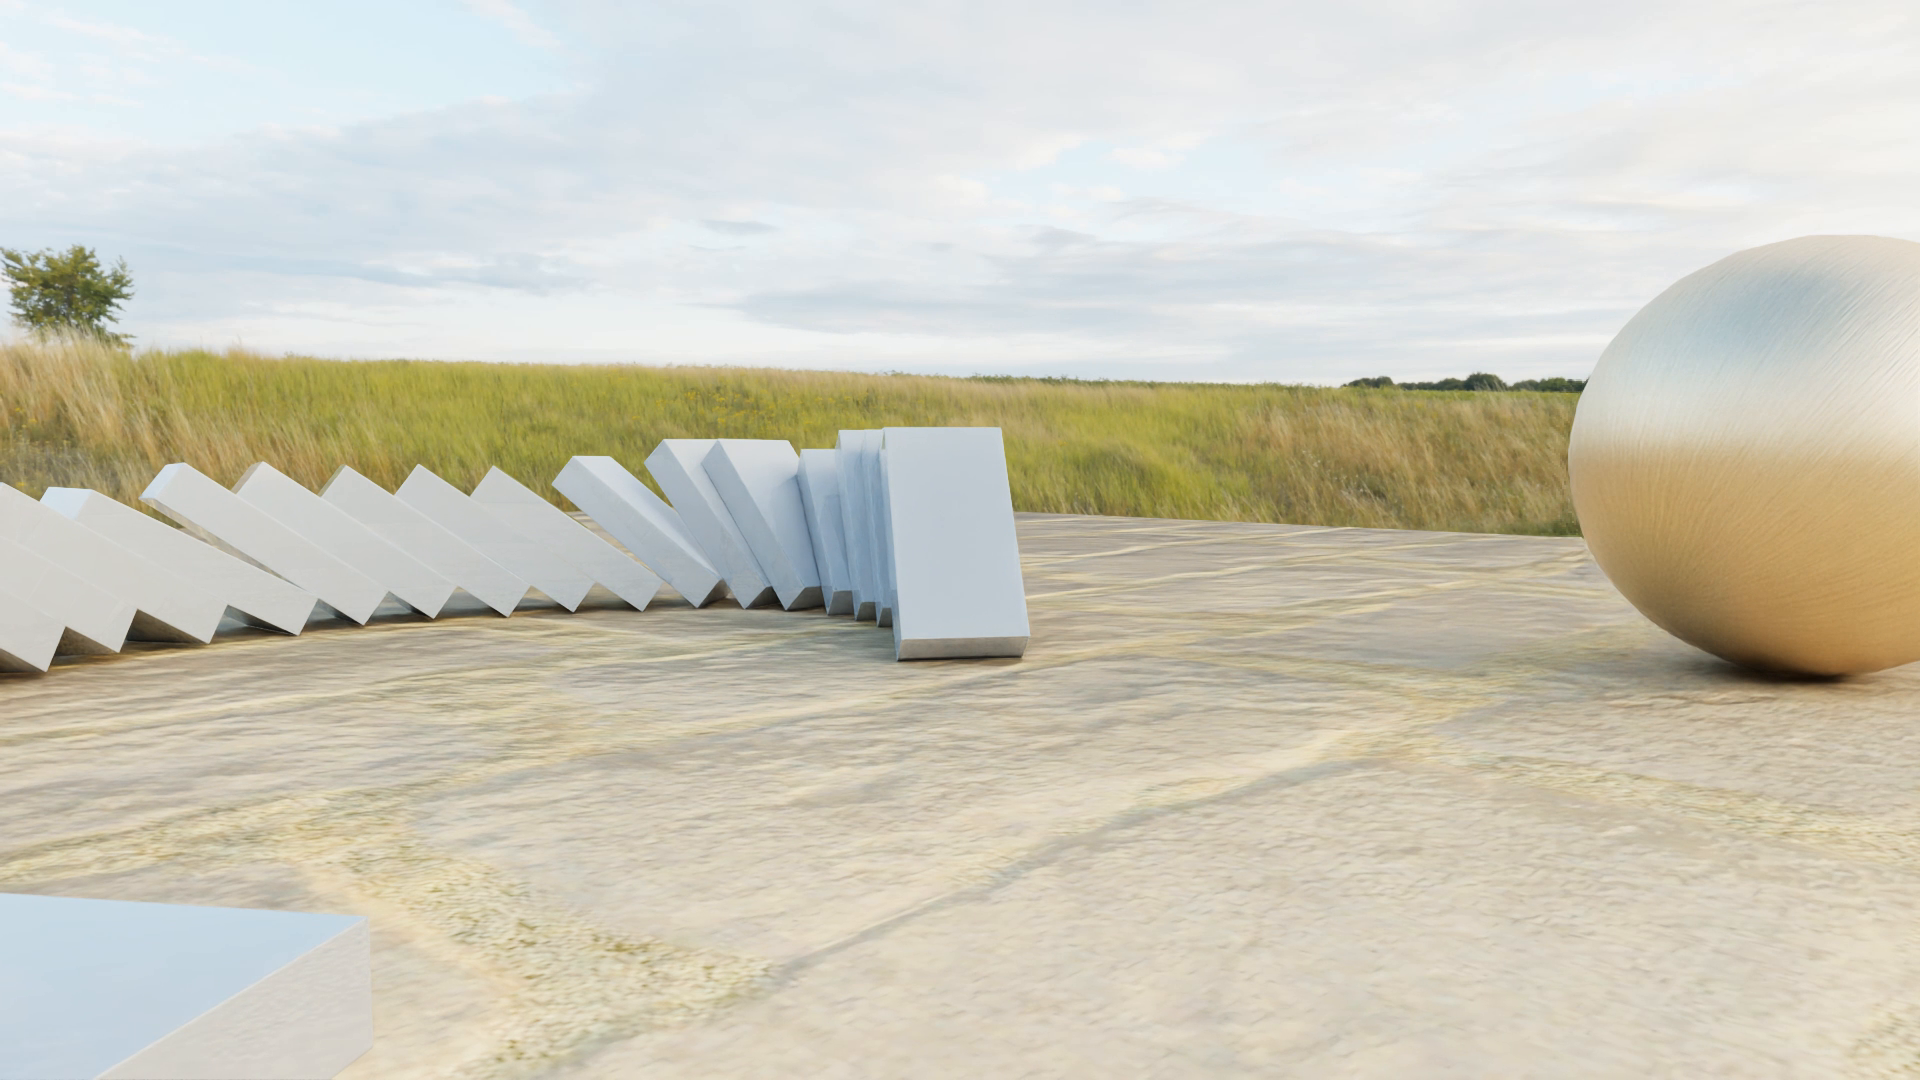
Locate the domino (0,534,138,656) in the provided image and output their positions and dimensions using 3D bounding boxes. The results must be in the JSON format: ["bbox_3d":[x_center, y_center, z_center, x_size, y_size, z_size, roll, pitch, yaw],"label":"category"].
[{"bbox_3d":[-0.181,0.007,0.233,0.025,0.009,0.050,-4,-30,15],"label":"domino"}]

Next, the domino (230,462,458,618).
[{"bbox_3d":[-0.146,0.000,0.304,0.050,0.009,0.025,40,-20,-28],"label":"domino"}]

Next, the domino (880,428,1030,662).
[{"bbox_3d":[-0.002,0.000,0.262,0.025,0.050,0.010,-1,-32,-9],"label":"domino"}]

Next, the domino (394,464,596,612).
[{"bbox_3d":[-0.117,-0.001,0.324,0.050,0.009,0.025,37,-11,-19],"label":"domino"}]

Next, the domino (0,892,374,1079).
[{"bbox_3d":[-0.068,0.032,0.082,0.050,0.009,0.025,1,4,9],"label":"domino"}]

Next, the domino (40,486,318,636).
[{"bbox_3d":[-0.168,0.005,0.276,0.025,0.009,0.050,3,-25,38],"label":"domino"}]

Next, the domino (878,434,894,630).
[{"bbox_3d":[-0.004,-0.003,0.297,0.025,0.050,0.009,-1,-32,-10],"label":"domino"}]

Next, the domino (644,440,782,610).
[{"bbox_3d":[-0.061,-0.005,0.345,0.009,0.050,0.025,-44,-17,24],"label":"domino"}]

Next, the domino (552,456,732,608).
[{"bbox_3d":[-0.082,-0.003,0.343,0.050,0.009,0.025,40,7,3],"label":"domino"}]

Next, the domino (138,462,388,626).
[{"bbox_3d":[-0.159,0.001,0.293,0.025,0.010,0.050,2,-33,51],"label":"domino"}]

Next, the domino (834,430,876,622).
[{"bbox_3d":[-0.016,-0.004,0.320,0.025,0.050,0.009,-1,-32,-15],"label":"domino"}]

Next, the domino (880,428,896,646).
[{"bbox_3d":[-0.003,-0.001,0.274,0.025,0.050,0.009,-1,-32,-10],"label":"domino"}]

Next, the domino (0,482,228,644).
[{"bbox_3d":[-0.176,0.006,0.254,0.025,0.010,0.050,-1,-28,23],"label":"domino"}]

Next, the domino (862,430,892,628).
[{"bbox_3d":[-0.009,-0.004,0.309,0.025,0.050,0.010,-1,-32,-11],"label":"domino"}]

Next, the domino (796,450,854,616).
[{"bbox_3d":[-0.026,-0.003,0.334,0.025,0.009,0.050,-1,48,-19],"label":"domino"}]

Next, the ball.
[{"bbox_3d":[0.156,-0.015,0.235,0.080,0.080,0.080,0,4,0],"label":"ball"}]

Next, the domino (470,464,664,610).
[{"bbox_3d":[-0.101,-0.001,0.330,0.050,0.009,0.025,37,-8,-18],"label":"domino"}]

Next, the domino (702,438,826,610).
[{"bbox_3d":[-0.046,-0.005,0.341,0.025,0.050,0.009,-4,-37,-50],"label":"domino"}]

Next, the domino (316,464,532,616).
[{"bbox_3d":[-0.132,0.000,0.315,0.050,0.010,0.025,39,-15,-25],"label":"domino"}]

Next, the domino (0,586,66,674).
[{"bbox_3d":[-0.182,0.008,0.216,0.025,0.009,0.050,-2,-29,8],"label":"domino"}]
